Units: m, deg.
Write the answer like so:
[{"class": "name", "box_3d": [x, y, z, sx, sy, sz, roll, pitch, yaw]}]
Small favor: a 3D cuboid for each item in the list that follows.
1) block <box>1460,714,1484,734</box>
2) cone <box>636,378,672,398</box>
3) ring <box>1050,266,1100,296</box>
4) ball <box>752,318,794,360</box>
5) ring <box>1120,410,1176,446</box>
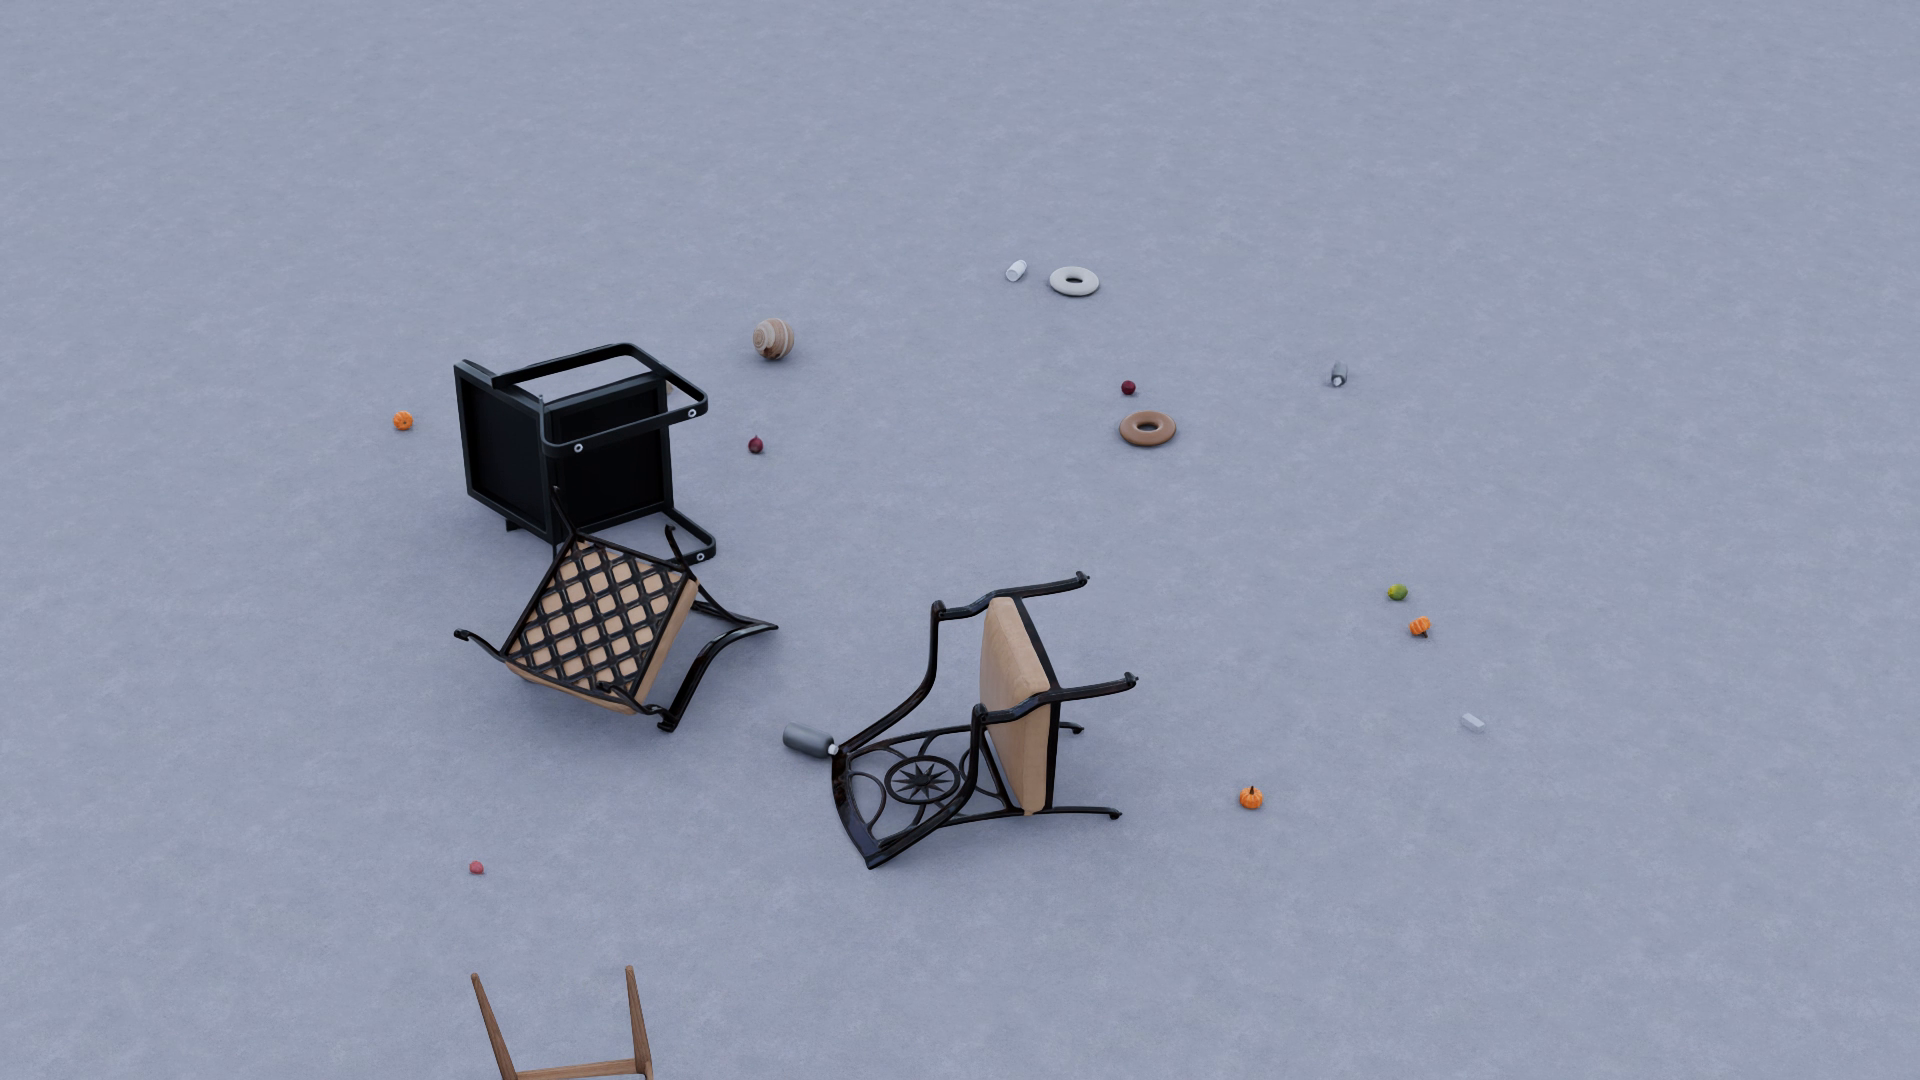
[{"class": "block", "box_3d": [1.744, 0.623, 9.973, 0.033, 0.028, 0.078, -23, 40, -30]}, {"class": "cone", "box_3d": [-1.213, -0.638, 11.878, 0.156, 0.081, 0.159, 6, 19, 11]}, {"class": "ring", "box_3d": [0.491, -1.111, 12.590, 0.211, 0.046, 0.230, -12, 36, -19]}, {"class": "ball", "box_3d": [-0.766, -0.827, 12.044, 0.172, 0.172, 0.172, 0, 33, 0]}, {"class": "ring", "box_3d": [0.740, -0.441, 11.569, 0.222, 0.051, 0.242, 20, 39, 27]}]
